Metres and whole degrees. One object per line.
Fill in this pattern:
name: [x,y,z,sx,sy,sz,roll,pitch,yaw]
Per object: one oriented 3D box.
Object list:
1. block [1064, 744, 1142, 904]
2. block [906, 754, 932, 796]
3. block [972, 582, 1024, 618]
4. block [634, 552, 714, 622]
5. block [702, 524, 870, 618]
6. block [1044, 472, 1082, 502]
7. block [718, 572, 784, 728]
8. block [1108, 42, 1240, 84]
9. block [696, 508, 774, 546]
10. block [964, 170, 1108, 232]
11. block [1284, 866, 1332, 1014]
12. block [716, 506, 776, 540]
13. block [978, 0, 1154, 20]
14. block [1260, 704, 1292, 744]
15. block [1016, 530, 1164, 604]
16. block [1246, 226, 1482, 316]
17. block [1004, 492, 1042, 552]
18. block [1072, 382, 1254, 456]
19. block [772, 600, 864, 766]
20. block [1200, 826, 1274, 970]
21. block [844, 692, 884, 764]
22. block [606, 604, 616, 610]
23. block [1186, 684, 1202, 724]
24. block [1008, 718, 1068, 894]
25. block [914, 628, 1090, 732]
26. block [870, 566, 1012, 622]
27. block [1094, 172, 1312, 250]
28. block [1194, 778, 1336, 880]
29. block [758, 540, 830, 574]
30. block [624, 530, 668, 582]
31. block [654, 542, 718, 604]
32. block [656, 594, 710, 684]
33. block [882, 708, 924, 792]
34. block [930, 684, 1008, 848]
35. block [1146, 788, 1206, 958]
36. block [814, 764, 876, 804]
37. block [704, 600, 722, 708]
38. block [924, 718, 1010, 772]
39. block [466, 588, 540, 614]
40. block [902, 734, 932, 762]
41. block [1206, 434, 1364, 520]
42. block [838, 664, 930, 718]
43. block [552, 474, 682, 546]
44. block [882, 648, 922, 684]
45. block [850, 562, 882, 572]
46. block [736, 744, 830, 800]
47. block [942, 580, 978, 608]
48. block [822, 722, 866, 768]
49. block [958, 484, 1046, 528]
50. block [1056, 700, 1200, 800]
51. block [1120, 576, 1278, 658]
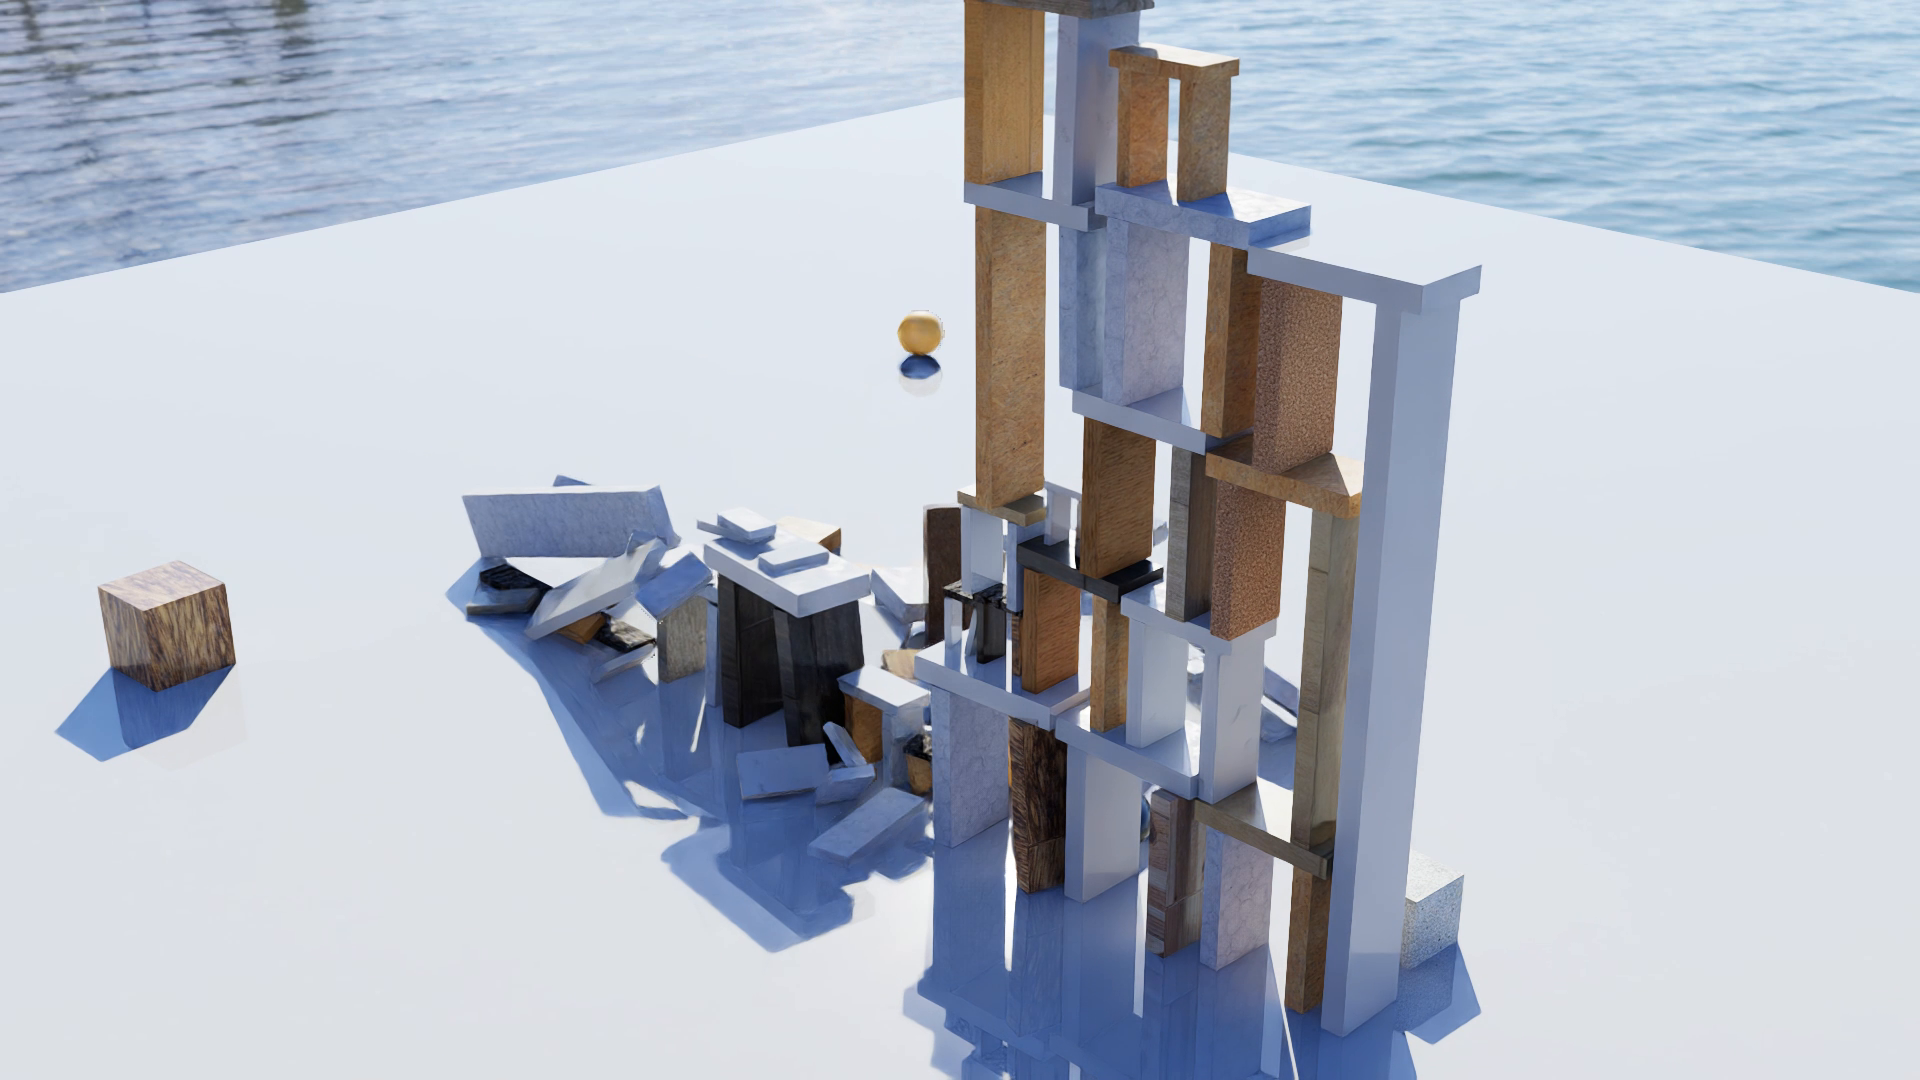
block: [0.272,0.508,4.149,0.162,0.324,0.046,-21,31,-40]
block: [-0.084,0.471,4.510,0.015,0.104,0.052,15,34,34]
block: [0.091,0.111,4.149,0.127,0.018,0.063,20,30,40]
block: [-0.621,0.100,4.777,0.158,0.022,0.079,-38,61,-19]
block: [-0.368,0.060,4.629,0.180,0.051,0.359,-17,28,-35]
block: [0.209,-0.094,3.960,0.108,0.015,0.054,22,31,39]
block: [-0.440,0.214,4.797,0.051,0.359,0.180,19,30,37]
block: [0.342,-0.764,3.519,0.096,0.027,0.192,-21,31,-40]
block: [-0.484,-0.029,4.750,0.158,0.022,0.079,16,27,34]
block: [0.158,-0.588,3.783,0.284,0.040,0.142,21,30,40]
block: [0.630,0.668,3.823,0.142,0.283,0.040,-21,31,-41]
block: [-0.458,-0.037,4.715,0.067,0.019,0.133,-17,27,-34]
block: [0.155,-0.914,3.648,0.155,0.044,0.310,-21,30,-40]
block: [0.654,0.390,4.787,0.067,0.019,0.133,-16,38,-33]
block: [0.234,0.044,3.980,0.123,0.035,0.247,-21,32,-40]
block: [0.618,-0.416,3.375,0.319,0.045,0.159,21,31,40]
block: [0.155,-0.060,5.843,0.163,0.046,0.327,-4,23,-9]
block: [0.350,-0.220,3.750,0.295,0.042,0.148,22,31,40]
block: [-0.285,0.293,4.606,0.180,0.359,0.051,-18,22,-36]
block: [0.499,0.618,3.942,0.142,0.283,0.040,-19,30,-38]
block: [-0.200,0.389,4.610,0.026,0.183,0.091,20,30,39]
block: [-0.855,0.138,5.227,0.072,0.020,0.144,21,-12,-12]
block: [0.494,0.368,4.763,0.110,0.031,0.220,14,20,-13]
block: [0.185,0.486,4.175,0.171,0.341,0.048,-13,21,-28]
block: [0.095,0.262,4.204,0.341,0.048,0.171,19,29,38]
block: [-0.022,0.127,5.281,0.356,0.050,0.178,-1,28,-32]
block: [0.392,-0.538,3.571,0.160,0.045,0.319,-21,31,-41]
block: [0.564,0.494,3.819,0.142,0.040,0.283,-21,31,-40]
block: [-0.348,0.035,4.597,0.133,0.019,0.067,-15,27,-31]
block: [-0.721,0.037,4.990,0.079,0.158,0.022,15,54,-12]
block: [-0.564,0.074,4.885,0.254,0.036,0.127,20,30,39]
block: [-0.627,0.188,4.991,0.036,0.254,0.127,24,33,39]
block: [-0.116,0.427,4.521,0.091,0.183,0.026,-21,30,-40]
block: [0.021,0.418,4.337,0.048,0.341,0.171,18,29,39]
block: [0.413,0.580,3.978,0.162,0.324,0.046,-19,30,-38]
block: [-0.234,0.492,4.424,0.086,0.024,0.172,-6,-20,-19]
block: [-0.502,0.236,4.877,0.127,0.254,0.036,-21,37,-41]
block: [0.017,0.428,4.631,0.184,0.092,0.026,-7,14,-17]
block: [-1.111,0.149,5.345,0.159,0.023,0.080,-4,24,14]
block: [-0.059,0.426,4.463,0.104,0.015,0.052,15,35,33]
block: [0.554,-0.107,3.570,0.282,0.040,0.141,21,31,40]
block: [-0.157,0.310,4.529,0.091,0.026,0.183,-21,31,-40]
block: [-0.870,-0.063,5.582,0.169,0.048,0.338,16,-13,33]
block: [-0.107,0.316,4.897,0.092,0.026,0.184,-2,41,-19]
block: [-0.219,0.090,5.521,0.149,0.021,0.075,9,24,19]
block: [-0.363,0.477,4.531,0.184,0.026,0.092,-6,68,-13]
block: [0.022,0.105,4.228,0.104,0.015,0.052,20,30,40]
block: [-0.228,0.433,4.497,0.133,0.019,0.067,55,12,32]
block: [0.087,-0.070,4.075,0.087,0.025,0.175,-21,30,-41]
block: [0.347,0.368,4.004,0.162,0.046,0.324,-21,31,-40]
block: [0.414,0.131,3.826,0.247,0.035,0.124,21,31,40]
